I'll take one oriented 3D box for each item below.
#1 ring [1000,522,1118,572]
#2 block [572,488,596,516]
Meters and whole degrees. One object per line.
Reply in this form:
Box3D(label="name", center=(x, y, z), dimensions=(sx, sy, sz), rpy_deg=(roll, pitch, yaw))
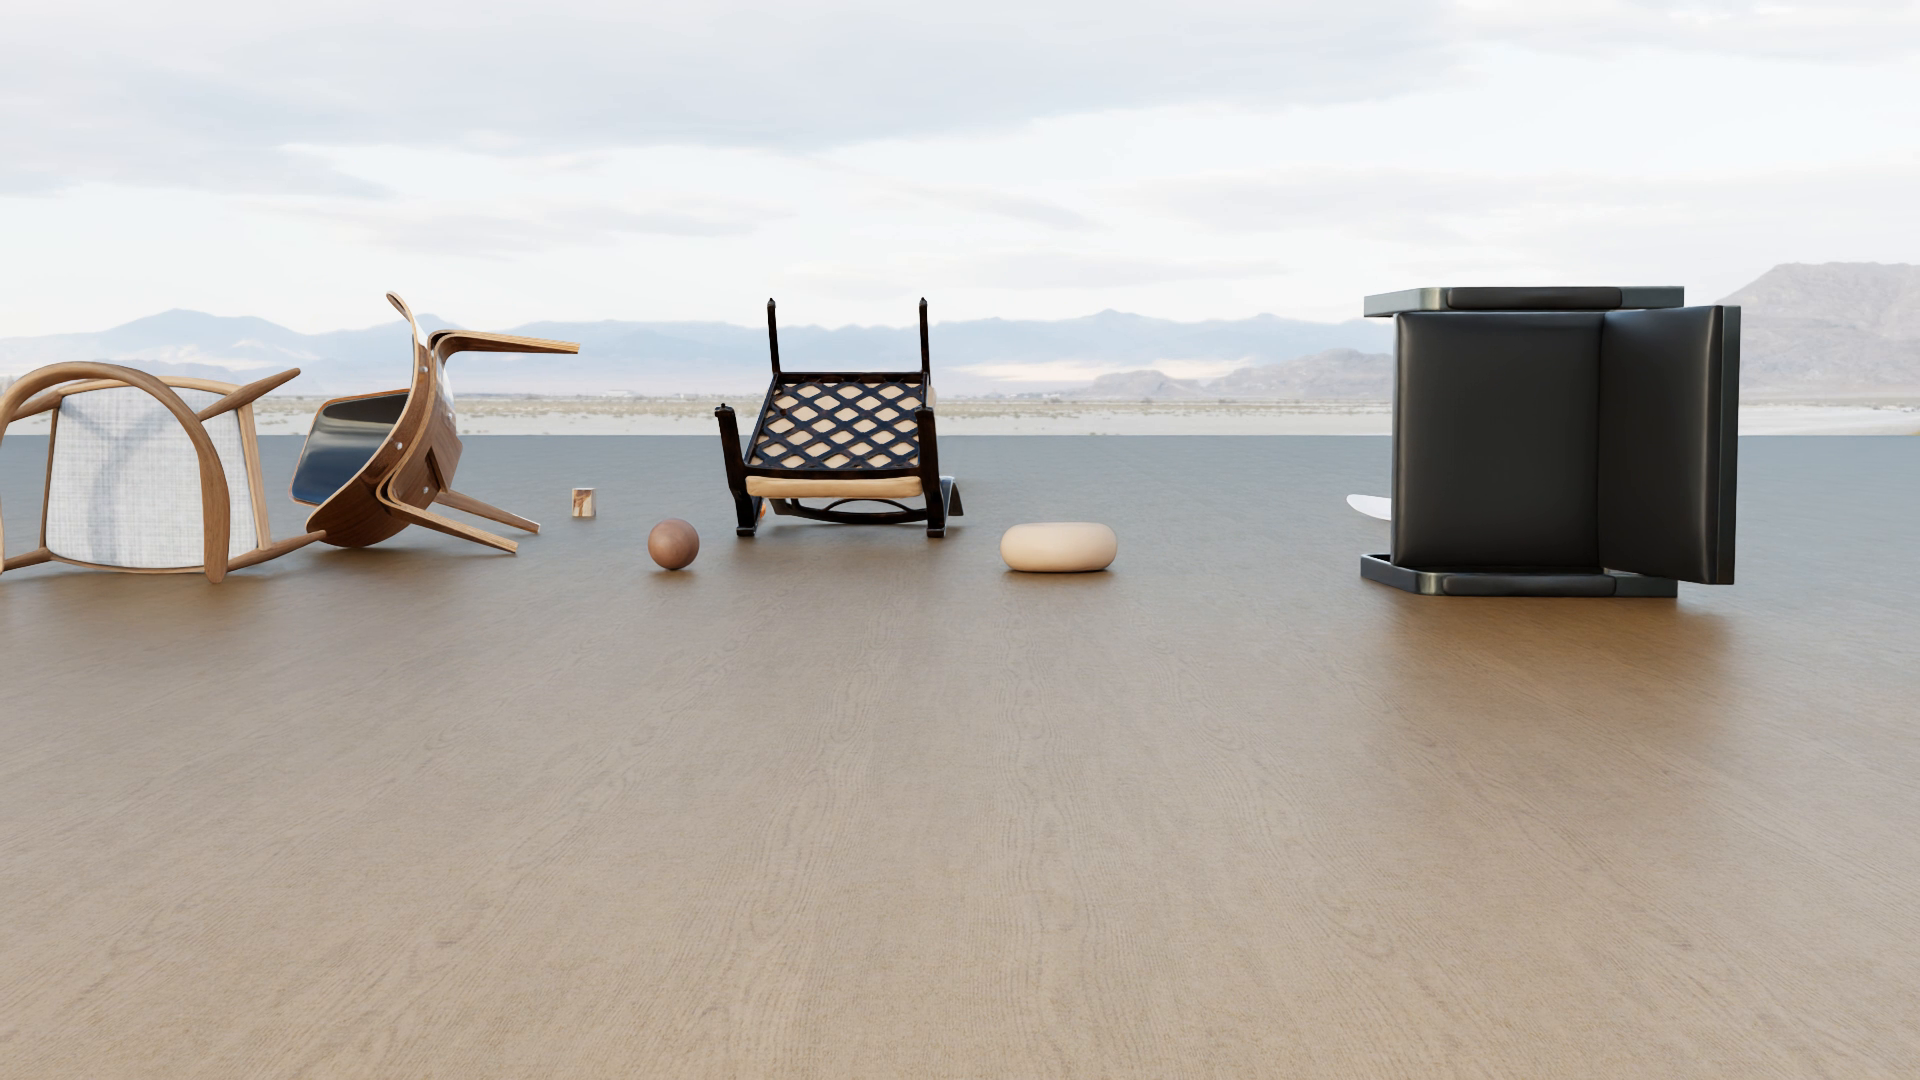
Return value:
Box3D(label="ring", center=(0.247, 0.017, 5.474), dimensions=(0.288, 0.114, 0.333), rpy_deg=(0, 3, 19))
Box3D(label="block", center=(-1.335, -0.135, 7.815), dimensions=(0.066, 0.095, 0.075), rpy_deg=(0, 4, 4))
